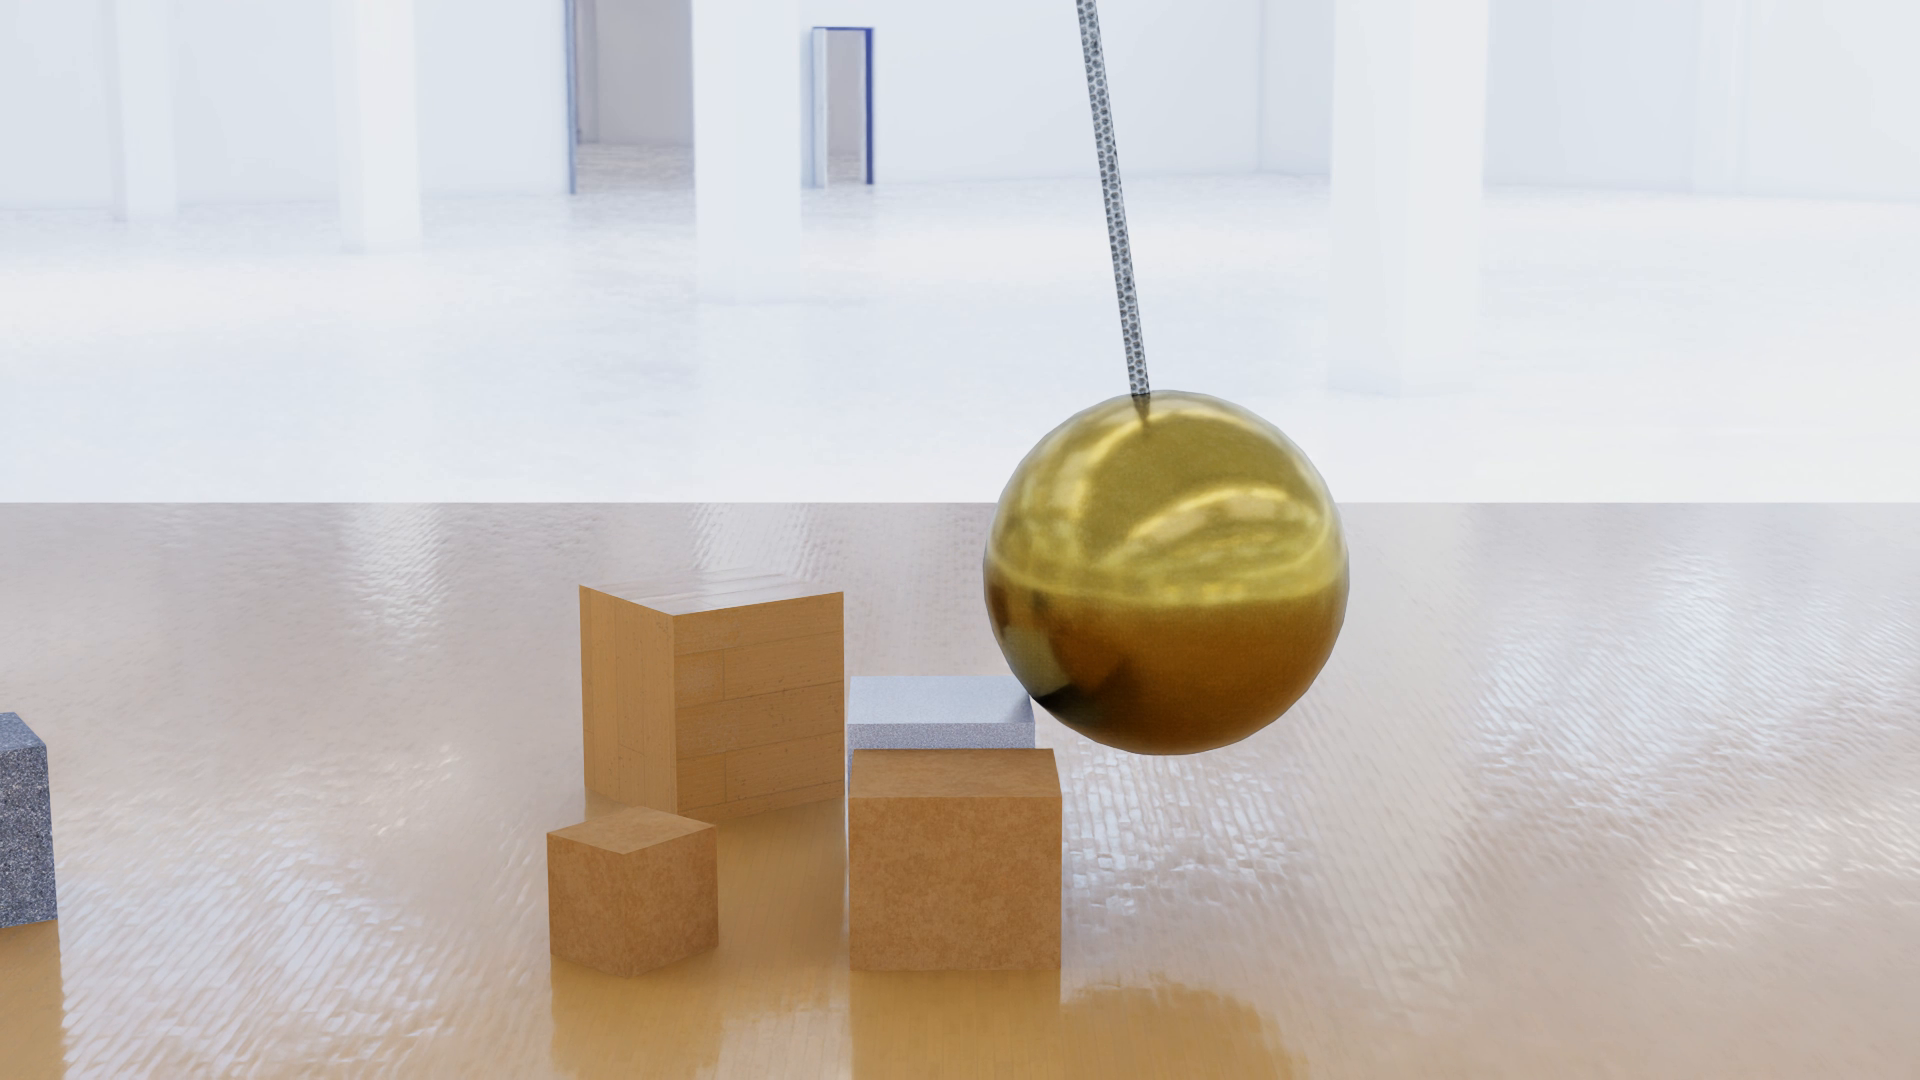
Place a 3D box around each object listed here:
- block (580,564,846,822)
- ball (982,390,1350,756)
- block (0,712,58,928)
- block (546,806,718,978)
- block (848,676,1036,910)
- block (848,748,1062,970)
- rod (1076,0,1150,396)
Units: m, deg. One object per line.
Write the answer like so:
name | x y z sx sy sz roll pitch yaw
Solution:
block | -1.220 0.739 12.631 0.952 1.027 0.914 -8 13 -36
ball | 0.897 0.143 11.206 1.600 1.600 1.600 0 10 0
block | -4.307 1.209 10.812 0.791 0.753 0.670 -6 12 -30
block | -1.320 1.414 10.369 0.449 0.509 0.510 9 13 39
block | -0.089 1.094 11.258 0.789 0.819 0.861 0 10 -1
block | -0.023 1.291 10.479 0.838 0.710 0.735 0 10 -1
rod | 0.389 -3.165 10.605 0.080 5.200 0.080 -8 10 2
